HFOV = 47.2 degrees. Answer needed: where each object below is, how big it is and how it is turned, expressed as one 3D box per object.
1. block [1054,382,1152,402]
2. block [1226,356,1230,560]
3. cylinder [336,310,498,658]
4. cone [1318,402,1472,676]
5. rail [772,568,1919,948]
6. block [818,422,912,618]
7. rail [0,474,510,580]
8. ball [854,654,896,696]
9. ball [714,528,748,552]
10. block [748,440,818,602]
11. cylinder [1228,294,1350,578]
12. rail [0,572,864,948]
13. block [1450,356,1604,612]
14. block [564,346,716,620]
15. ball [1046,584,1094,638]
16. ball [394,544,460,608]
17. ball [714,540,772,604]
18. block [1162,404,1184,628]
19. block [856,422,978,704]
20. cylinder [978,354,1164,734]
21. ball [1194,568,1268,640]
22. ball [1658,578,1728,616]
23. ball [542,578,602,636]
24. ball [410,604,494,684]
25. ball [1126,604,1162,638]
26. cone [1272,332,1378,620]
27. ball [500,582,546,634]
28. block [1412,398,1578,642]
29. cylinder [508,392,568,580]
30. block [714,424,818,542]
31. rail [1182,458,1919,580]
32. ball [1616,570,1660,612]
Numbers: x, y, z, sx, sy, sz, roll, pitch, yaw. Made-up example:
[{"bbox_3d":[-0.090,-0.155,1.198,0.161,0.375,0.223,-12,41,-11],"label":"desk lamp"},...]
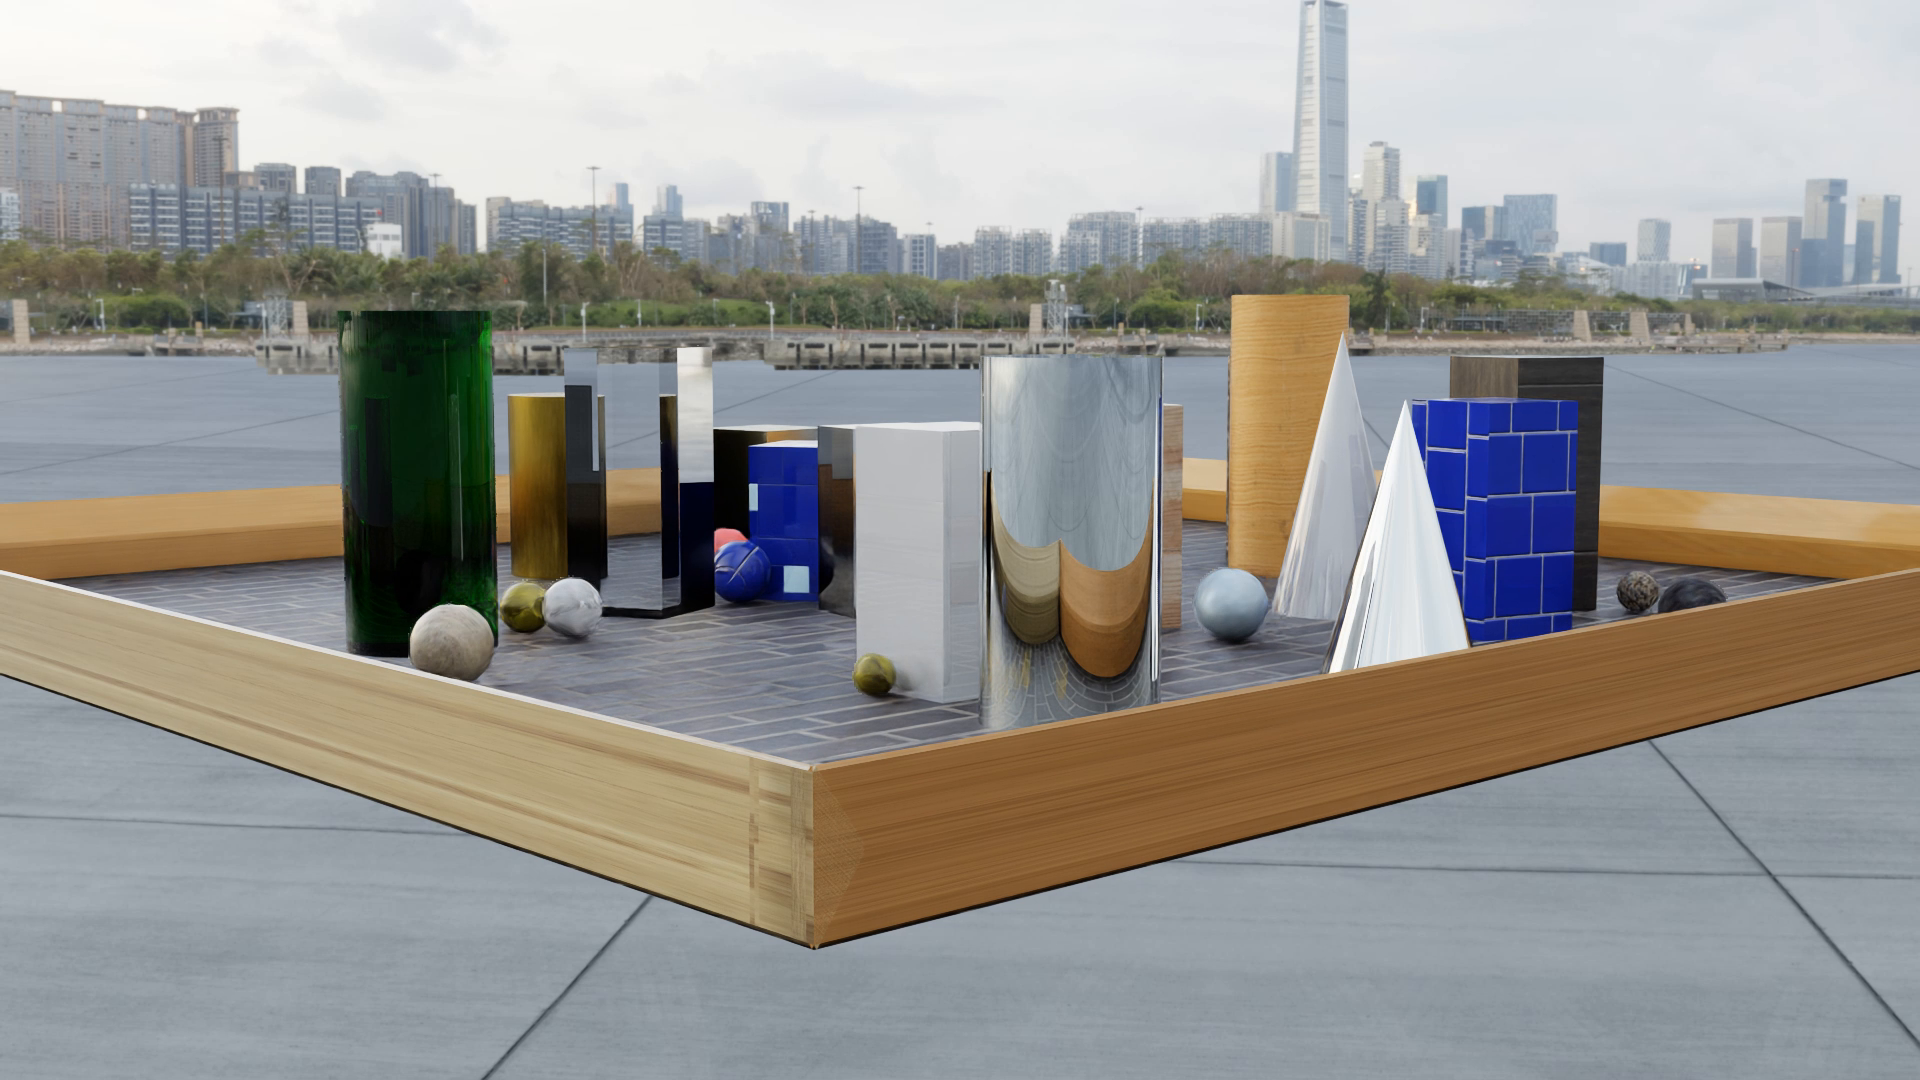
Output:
[{"bbox_3d":[0.264,-0.133,4.065,0.158,0.310,0.158,1,6,13],"label":"block"},{"bbox_3d":[0.568,-0.153,3.992,0.158,0.364,0.158,1,6,10],"label":"block"},{"bbox_3d":[-0.715,-0.080,2.904,0.197,0.444,0.197,0,6,0],"label":"cylinder"},{"bbox_3d":[0.520,0.005,2.586,0.197,0.341,0.197,0,6,0],"label":"cone"},{"bbox_3d":[0.841,0.128,2.426,2.609,0.128,0.045,-5,8,-42],"label":"rail"},{"bbox_3d":[-0.101,-0.030,3.238,0.158,0.275,0.158,-4,7,-34],"label":"block"},{"bbox_3d":[-0.841,-0.061,4.238,2.609,0.128,0.045,-5,8,-42],"label":"rail"},{"bbox_3d":[-0.098,0.157,2.549,0.048,0.048,0.048,0,6,0],"label":"ball"},{"bbox_3d":[-0.390,0.022,3.675,0.083,0.083,0.083,0,6,0],"label":"ball"},{"bbox_3d":[-0.227,-0.032,3.444,0.158,0.237,0.158,2,6,16],"label":"block"},{"bbox_3d":[0.557,-0.179,3.735,0.197,0.470,0.197,0,6,0],"label":"cylinder"},{"bbox_3d":[-0.941,0.124,2.468,0.045,0.128,2.527,-5,8,-42],"label":"rail"},{"bbox_3d":[0.846,-0.087,3.305,0.158,0.376,0.158,-3,7,-25],"label":"block"},{"bbox_3d":[-0.473,-0.090,3.260,0.158,0.390,0.158,2,6,22],"label":"block"},{"bbox_3d":[0.145,0.097,2.993,0.074,0.074,0.074,0,6,0],"label":"ball"},{"bbox_3d":[-0.796,0.055,3.291,0.097,0.097,0.097,0,6,0],"label":"ball"},{"bbox_3d":[-0.335,0.049,3.351,0.096,0.096,0.096,0,6,0],"label":"ball"},{"bbox_3d":[0.207,-0.037,3.124,0.158,0.313,0.158,-3,7,-24],"label":"block"},{"bbox_3d":[-0.011,0.020,2.594,0.158,0.309,0.158,-5,8,-41],"label":"block"},{"bbox_3d":[0.119,0.001,2.367,0.197,0.396,0.197,0,6,0],"label":"cylinder"},{"bbox_3d":[0.367,0.087,2.971,0.098,0.098,0.098,0,6,0],"label":"ball"},{"bbox_3d":[0.970,0.097,2.910,0.091,0.091,0.091,0,6,0],"label":"ball"},{"bbox_3d":[-0.531,0.092,3.010,0.081,0.081,0.081,0,6,0],"label":"ball"},{"bbox_3d":[-0.603,0.125,2.609,0.099,0.099,0.099,0,6,0],"label":"ball"},{"bbox_3d":[0.250,0.110,2.996,0.048,0.048,0.048,0,6,0],"label":"ball"},{"bbox_3d":[0.562,-0.101,3.247,0.197,0.415,0.197,0,6,0],"label":"cone"},{"bbox_3d":[-0.601,0.093,3.040,0.071,0.071,0.071,0,6,0],"label":"ball"},{"bbox_3d":[0.739,-0.034,3.056,0.158,0.321,0.158,-3,7,-28],"label":"block"},{"bbox_3d":[-0.665,-0.095,3.734,0.197,0.303,0.197,0,6,0],"label":"cylinder"},{"bbox_3d":[-0.333,-0.072,3.798,0.158,0.243,0.158,5,8,39],"label":"block"},{"bbox_3d":[0.941,-0.057,4.196,0.045,0.128,2.527,-5,8,-42],"label":"rail"},{"bbox_3d":[1.005,0.076,3.259,0.060,0.060,0.060,0,6,0],"label":"ball"}]
